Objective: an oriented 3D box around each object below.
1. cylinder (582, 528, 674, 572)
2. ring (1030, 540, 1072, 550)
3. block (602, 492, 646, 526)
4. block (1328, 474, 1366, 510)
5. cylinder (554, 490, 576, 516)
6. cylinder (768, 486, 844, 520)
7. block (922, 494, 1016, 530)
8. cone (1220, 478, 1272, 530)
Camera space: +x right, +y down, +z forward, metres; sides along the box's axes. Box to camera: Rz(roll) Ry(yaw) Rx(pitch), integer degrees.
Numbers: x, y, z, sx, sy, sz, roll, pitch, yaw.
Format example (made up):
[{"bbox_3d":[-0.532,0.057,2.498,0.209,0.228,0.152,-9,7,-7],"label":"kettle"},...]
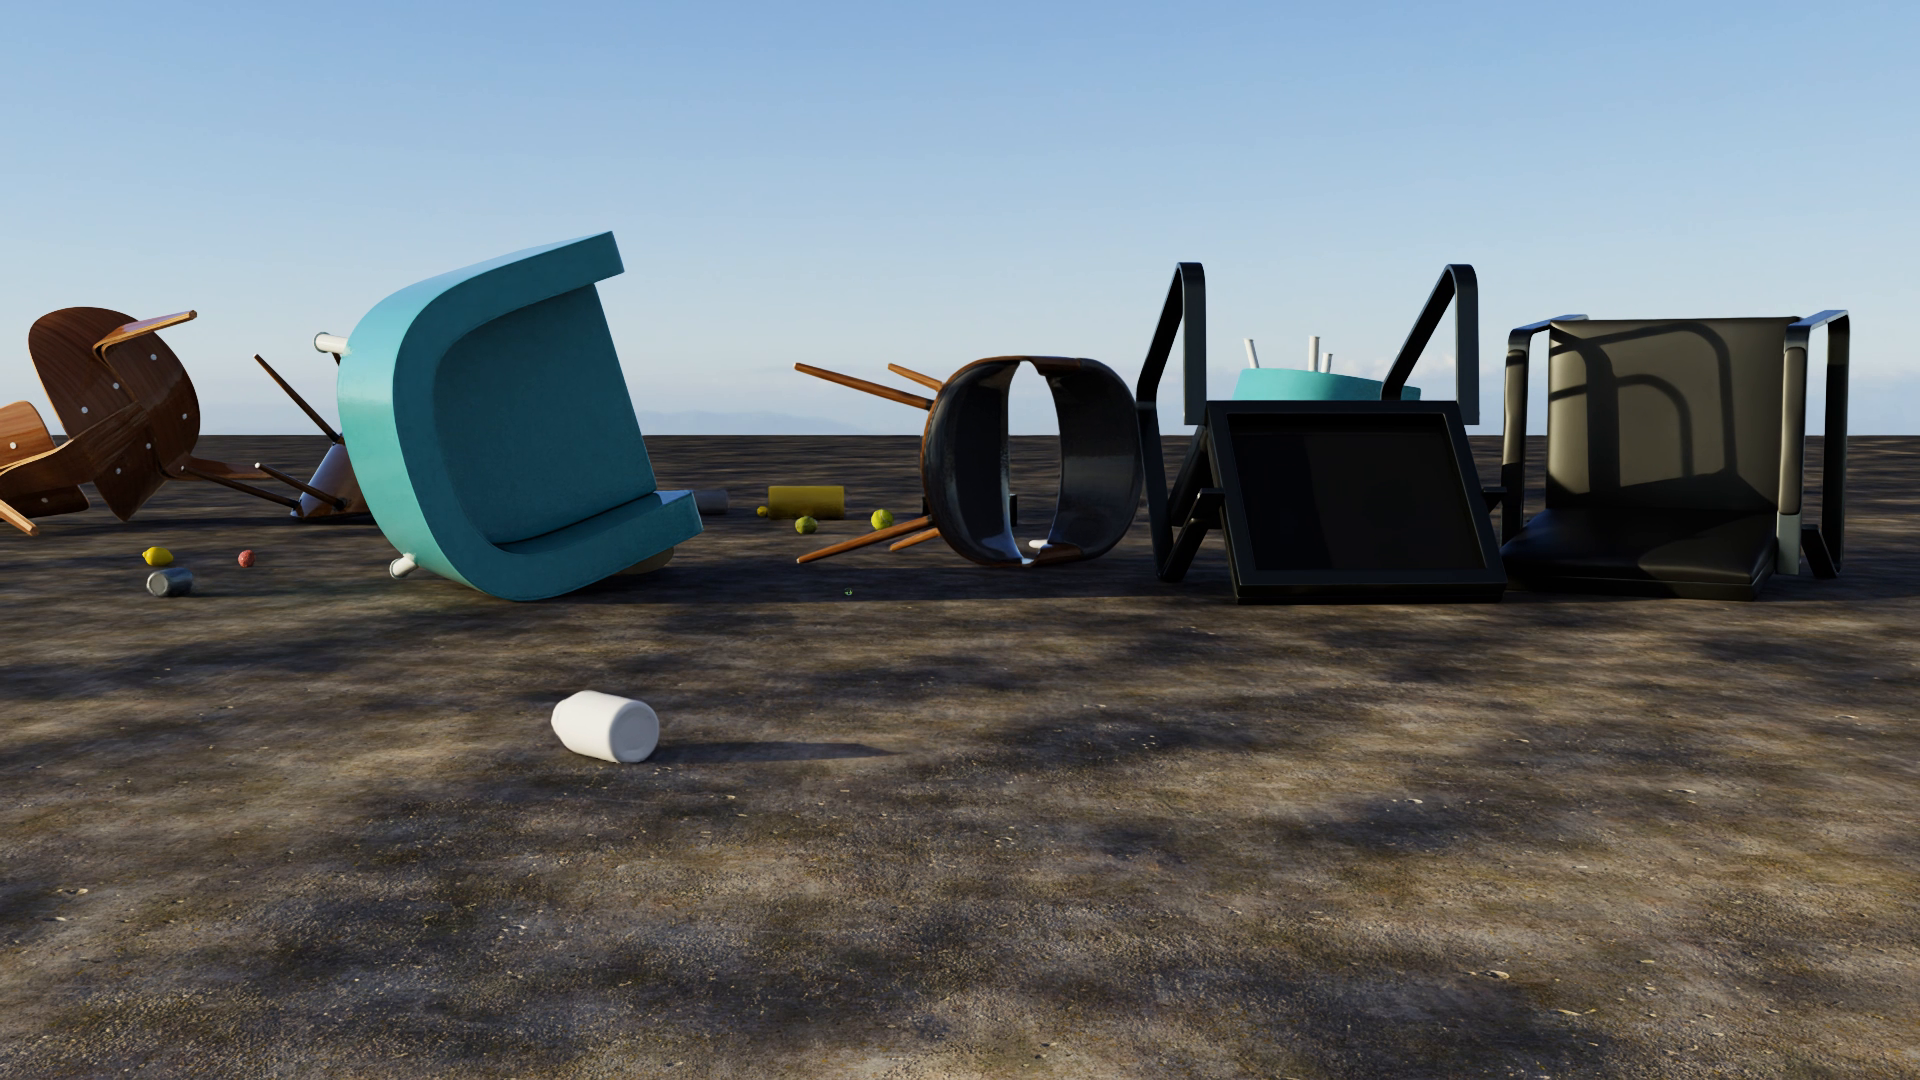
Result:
[{"bbox_3d":[-0.821,0.023,5.426,0.194,0.107,0.193,-4,3,-19],"label":"cylinder"},{"bbox_3d":[0.254,0.013,6.196,0.127,0.023,0.062,3,6,27],"label":"ring"},{"bbox_3d":[-1.110,-0.105,7.278,0.129,0.109,0.071,1,4,15],"label":"block"},{"bbox_3d":[1.450,-0.180,8.243,0.099,0.127,0.209,0,4,-1],"label":"block"},{"bbox_3d":[-1.391,-0.130,7.745,0.081,0.095,0.044,-1,4,-18],"label":"cylinder"},{"bbox_3d":[-0.529,-0.127,7.570,0.256,0.113,0.116,0,47,-5],"label":"cylinder"},{"bbox_3d":[0.033,-0.092,7.120,0.224,0.105,0.236,2,4,27],"label":"block"},{"bbox_3d":[0.926,-0.121,7.106,0.186,0.165,0.143,3,5,40],"label":"cone"}]
